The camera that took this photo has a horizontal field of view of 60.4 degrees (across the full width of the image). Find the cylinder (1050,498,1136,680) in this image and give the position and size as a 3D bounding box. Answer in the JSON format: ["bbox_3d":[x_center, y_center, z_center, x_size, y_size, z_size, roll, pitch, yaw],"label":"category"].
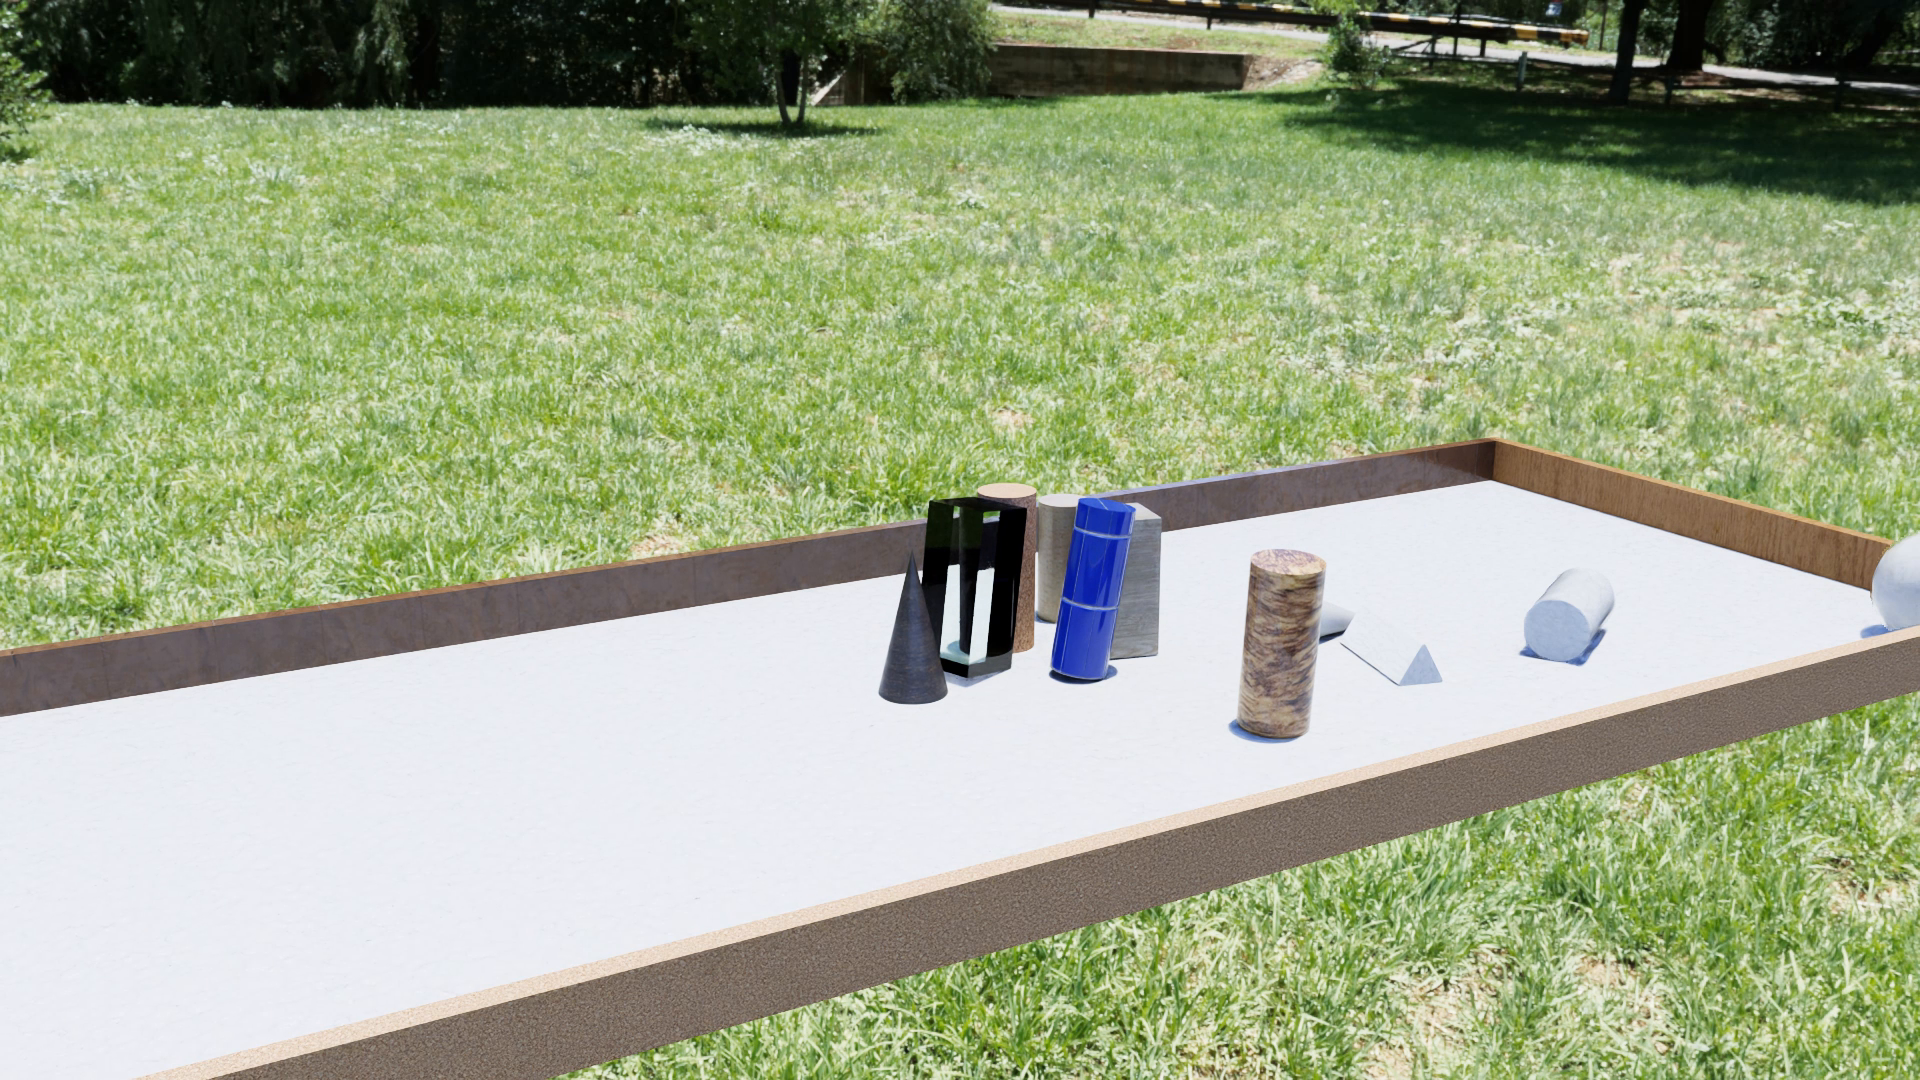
[{"bbox_3d":[0.333,0.121,4.143,0.147,0.432,0.147,9,12,-2],"label":"cylinder"}]

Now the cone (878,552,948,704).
[{"bbox_3d":[-0.116,0.197,4.026,0.174,0.370,0.174,0,16,0],"label":"cone"}]

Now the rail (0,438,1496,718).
[{"bbox_3d":[-3.305,0.497,3.399,12.000,0.150,0.050,-9,18,-27],"label":"rail"}]

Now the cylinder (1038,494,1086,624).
[{"bbox_3d":[0.287,0.052,4.583,0.141,0.336,0.141,0,16,0],"label":"cylinder"}]

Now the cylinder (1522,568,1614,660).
[{"bbox_3d":[1.627,0.194,4.399,0.167,0.167,0.330,10,19,30],"label":"cylinder"}]

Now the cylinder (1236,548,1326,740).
[{"bbox_3d":[0.740,0.239,3.807,0.171,0.404,0.171,1,19,0],"label":"cylinder"}]

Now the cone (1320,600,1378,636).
[{"bbox_3d":[1.011,0.215,4.486,0.363,0.160,0.160,4,12,-33],"label":"cone"}]

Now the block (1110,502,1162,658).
[{"bbox_3d":[0.412,0.107,4.331,0.174,0.368,0.174,-4,15,-14],"label":"block"}]

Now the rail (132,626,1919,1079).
[{"bbox_3d":[-2.336,1.006,1.665,12.000,0.150,0.050,-9,18,-27],"label":"rail"}]

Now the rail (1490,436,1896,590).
[{"bbox_3d":[2.466,-0.048,5.253,0.050,0.150,2.100,-9,18,-27],"label":"rail"}]

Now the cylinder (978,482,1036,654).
[{"bbox_3d":[0.122,0.074,4.350,0.154,0.424,0.154,0,16,0],"label":"cylinder"}]

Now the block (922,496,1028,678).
[{"bbox_3d":[0.027,0.116,4.180,0.177,0.419,0.177,13,12,38],"label":"block"}]

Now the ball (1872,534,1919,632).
[{"bbox_3d":[2.593,0.129,4.378,0.304,0.304,0.304,0,16,0],"label":"ball"}]
